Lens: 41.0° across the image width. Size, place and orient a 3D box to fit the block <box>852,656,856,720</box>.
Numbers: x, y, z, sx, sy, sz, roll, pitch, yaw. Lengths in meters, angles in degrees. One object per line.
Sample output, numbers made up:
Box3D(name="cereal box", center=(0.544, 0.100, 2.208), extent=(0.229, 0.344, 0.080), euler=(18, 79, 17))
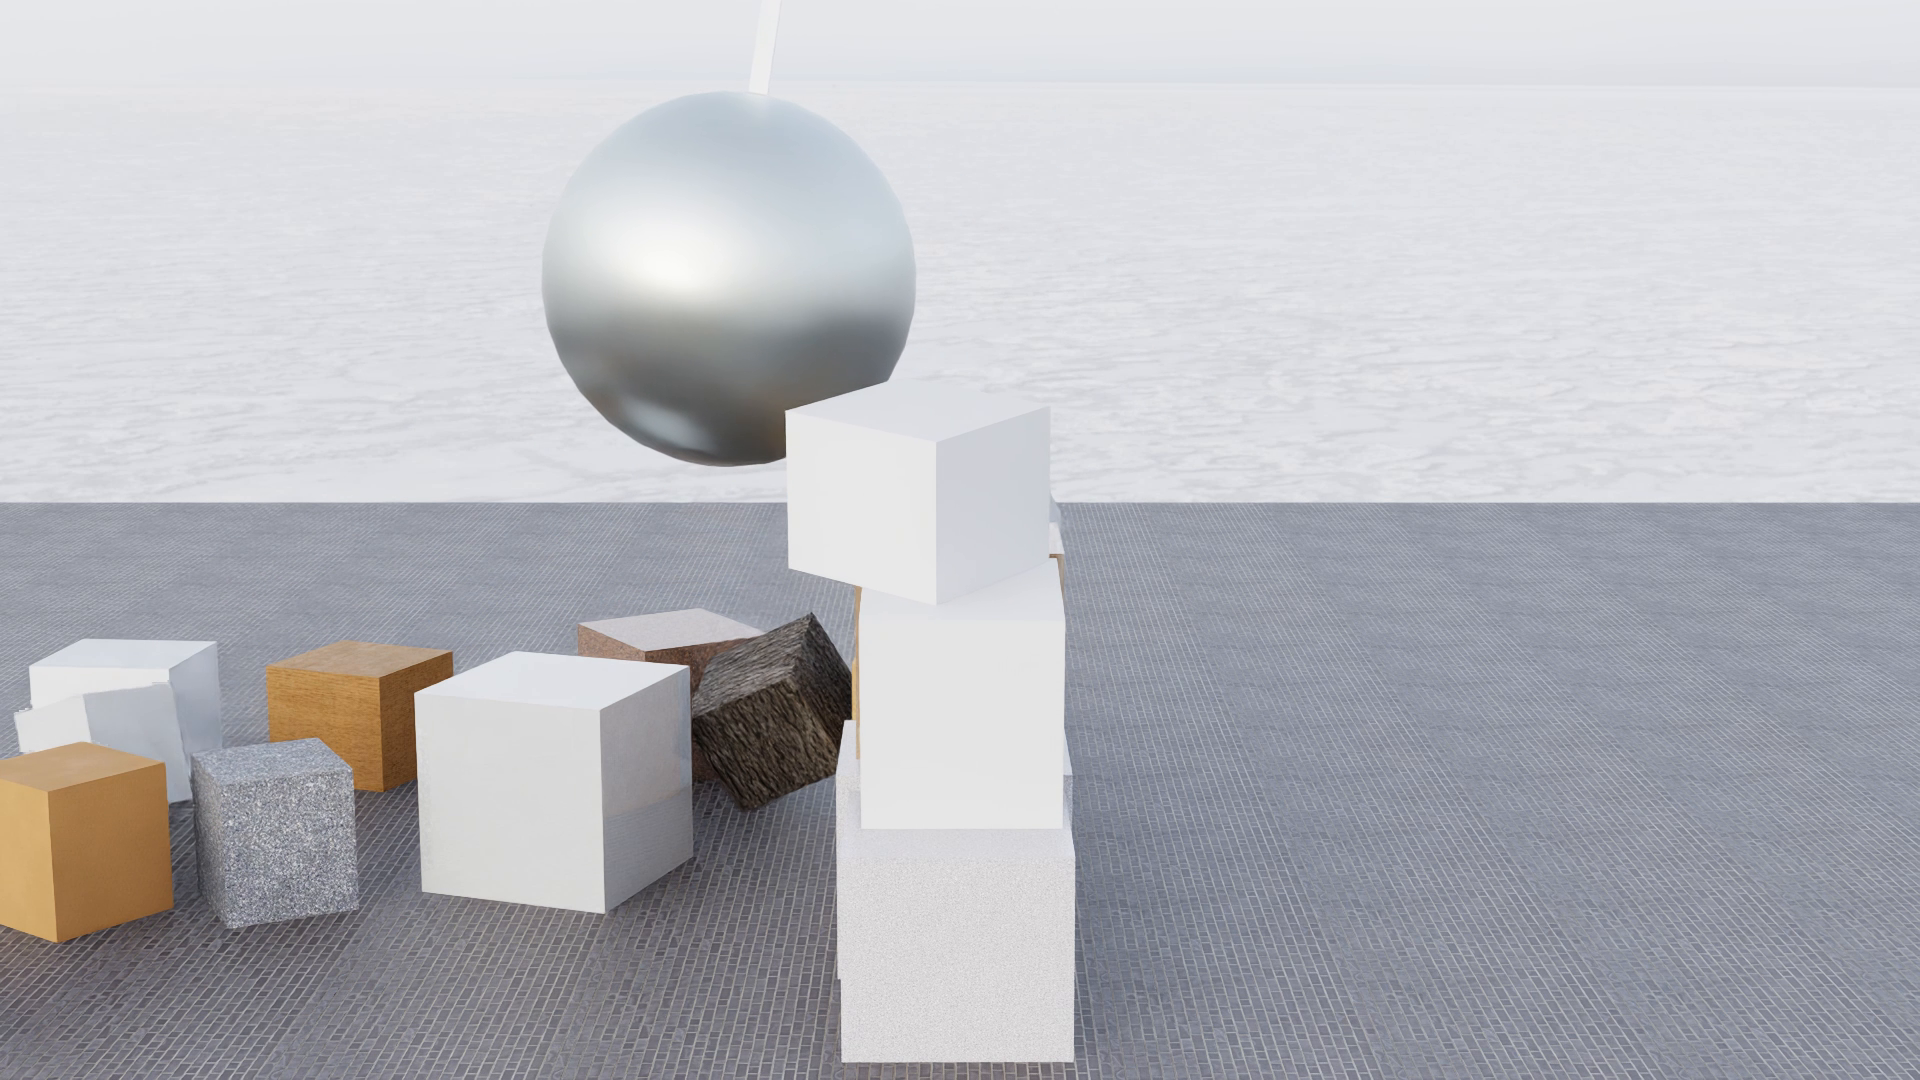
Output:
Box3D(name="block", center=(-0.051, 0.937, 11.833), extent=(0.813, 0.923, 0.799), euler=(1, 10, 3))

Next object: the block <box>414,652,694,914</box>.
Box3D(name="block", center=(-1.775, 1.046, 11.328), extent=(0.888, 0.888, 0.862), euler=(4, 11, 19))

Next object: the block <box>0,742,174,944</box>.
Box3D(name="block", center=(-3.756, 1.262, 10.832), extent=(0.585, 0.641, 0.566), euler=(8, 13, 36))

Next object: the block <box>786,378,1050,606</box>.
Box3D(name="block", center=(-0.155, -0.201, 9.739), extent=(0.722, 0.617, 0.692), euler=(13, 22, 36))

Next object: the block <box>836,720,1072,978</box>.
Box3D(name="block", center=(-0.024, 1.241, 10.427), extent=(0.917, 0.828, 0.852), euler=(0, 10, 0))

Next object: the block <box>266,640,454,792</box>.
Box3D(name="block", center=(-3.040, 0.886, 13.061), extent=(0.672, 0.583, 0.647), euler=(4, 11, 22))

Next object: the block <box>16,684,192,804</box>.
Box3D(name="block", center=(-3.990, 1.011, 11.958), extent=(0.529, 0.549, 0.485), euler=(-16, -6, 35))

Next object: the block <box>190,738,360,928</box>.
Box3D(name="block", center=(-2.940, 1.244, 10.997), extent=(0.551, 0.617, 0.592), euler=(-5, 12, -27))

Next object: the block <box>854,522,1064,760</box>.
Box3D(name="block", center=(-0.004, 0.398, 10.436), extent=(0.821, 0.829, 0.709), euler=(0, 10, 0))

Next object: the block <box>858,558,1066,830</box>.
Box3D(name="block", center=(0.005, 0.567, 9.673), extent=(0.741, 0.810, 0.740), euler=(0, 17, 0))

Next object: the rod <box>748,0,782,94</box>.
Box3D(name="rod", center=(-0.426, -4.411, 10.378), extent=(0.080, 5.200, 0.080), euler=(9, 10, -2))

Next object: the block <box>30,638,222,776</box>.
Box3D(name="block", center=(-4.245, 0.872, 13.094), extent=(0.718, 0.599, 0.631), euler=(1, 10, 5))

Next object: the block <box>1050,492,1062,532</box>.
Box3D(name="block", center=(0.082, 0.077, 13.071), extent=(0.720, 0.710, 0.787), euler=(0, -19, 12))

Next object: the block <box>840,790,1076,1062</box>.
Box3D(name="block", center=(-0.010, 1.425, 9.588), extent=(0.835, 0.765, 0.863), euler=(0, 10, 0))

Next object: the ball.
Box3D(name="ball", center=(-0.983, -1.112, 10.978), extent=(1.600, 1.600, 1.600), euler=(0, 10, 0))

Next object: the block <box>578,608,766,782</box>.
Box3D(name="block", center=(-1.465, 0.801, 13.185), extent=(0.711, 0.706, 0.785), euler=(-7, 12, -32))

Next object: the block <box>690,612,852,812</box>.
Box3D(name="block", center=(-0.881, 0.833, 12.428), extent=(0.598, 0.555, 0.623), euler=(-24, 21, 19))
